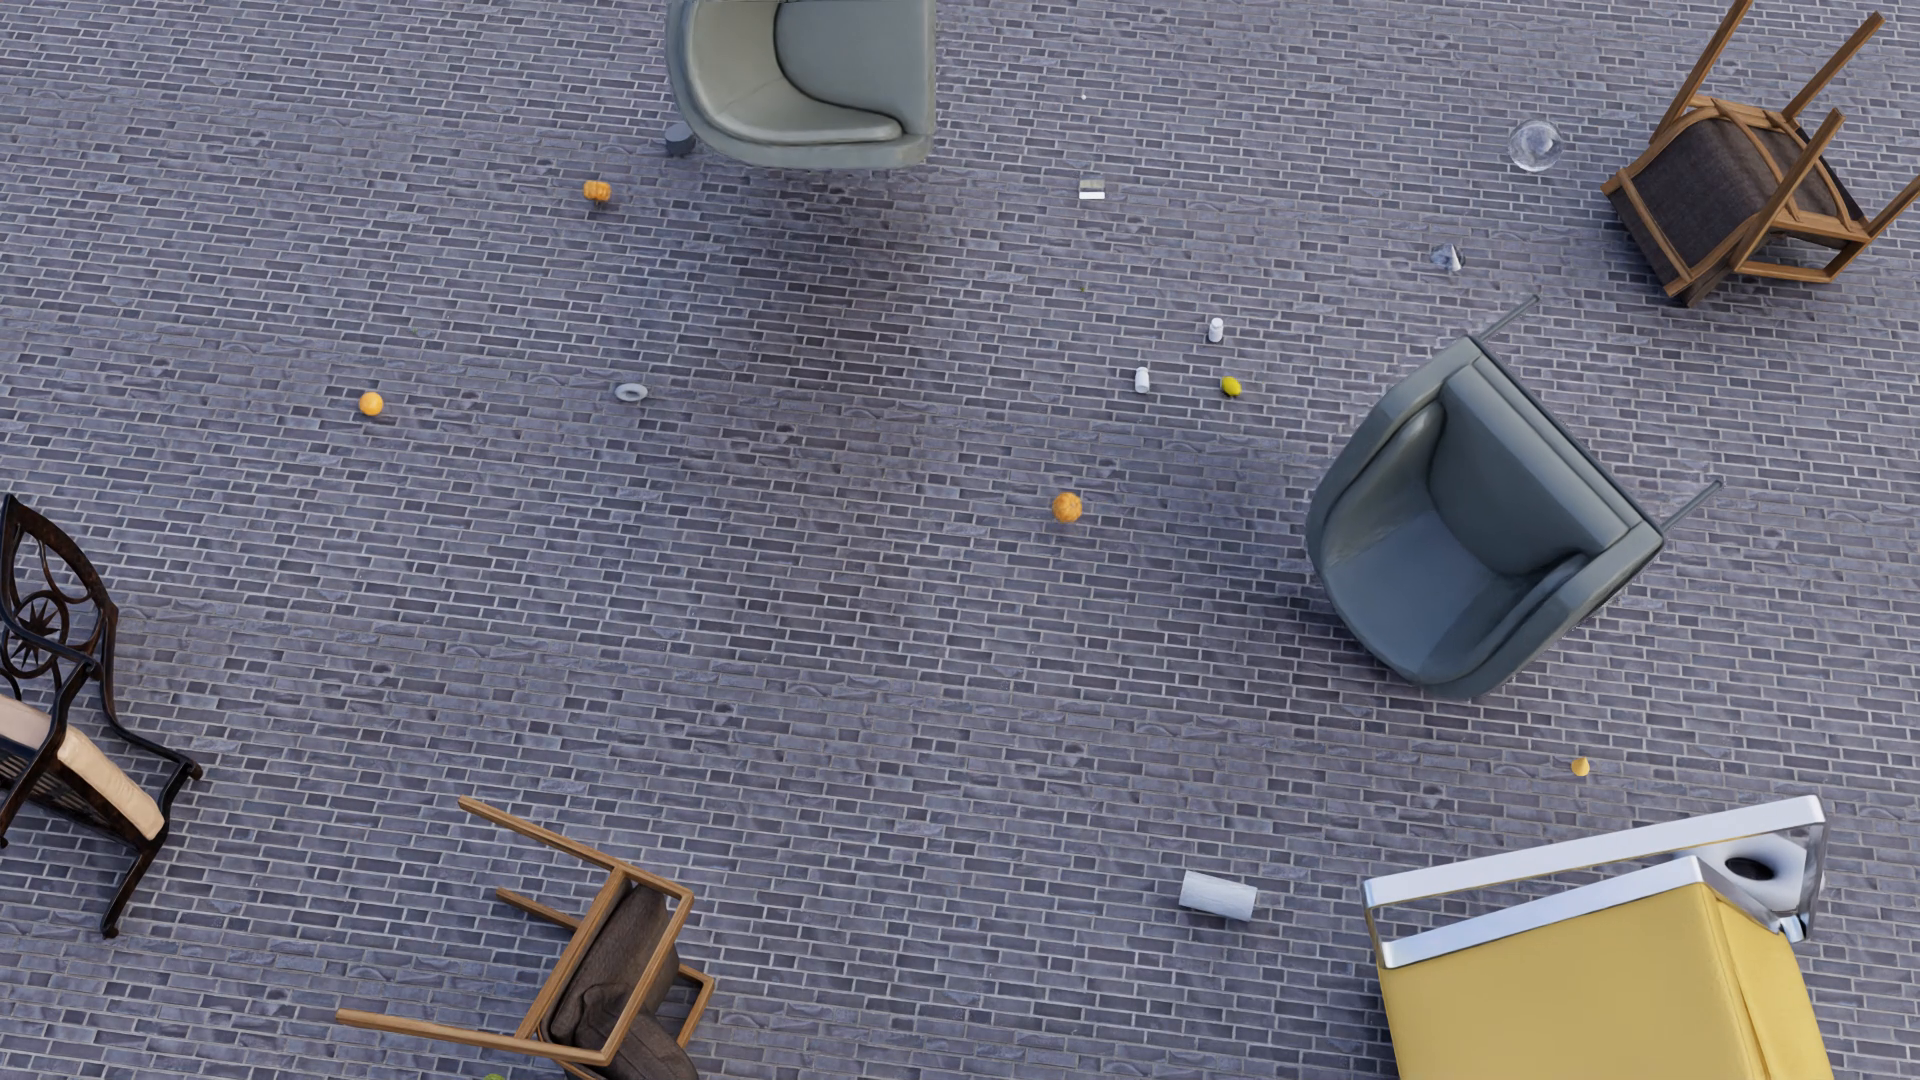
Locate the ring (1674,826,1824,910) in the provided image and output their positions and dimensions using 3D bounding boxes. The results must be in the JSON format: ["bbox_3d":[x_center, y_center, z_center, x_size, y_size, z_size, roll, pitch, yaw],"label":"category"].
[{"bbox_3d":[2.123,0.885,5.918,0.399,0.105,0.226,9,59,5],"label":"ring"}]

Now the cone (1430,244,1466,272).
[{"bbox_3d":[1.597,-0.943,7.167,0.116,0.066,0.120,-20,59,-13],"label":"cone"}]

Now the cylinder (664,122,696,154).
[{"bbox_3d":[-0.947,-1.359,7.447,0.103,0.063,0.080,-27,60,-17],"label":"cylinder"}]

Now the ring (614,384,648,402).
[{"bbox_3d":[-1.024,-0.460,6.850,0.107,0.057,0.034,-1,39,12],"label":"ring"}]

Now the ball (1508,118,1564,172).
[{"bbox_3d":[1.926,-1.321,7.354,0.177,0.177,0.177,0,56,0],"label":"ball"}]

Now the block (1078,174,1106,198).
[{"bbox_3d":[0.440,-1.179,7.333,0.084,0.053,0.059,-1,56,-1],"label":"block"}]

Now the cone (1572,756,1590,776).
[{"bbox_3d":[1.734,0.618,6.122,0.051,0.062,0.057,19,58,12],"label":"cone"}]

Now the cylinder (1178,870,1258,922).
[{"bbox_3d":[0.688,0.949,5.863,0.192,0.123,0.091,13,65,9],"label":"cylinder"}]
